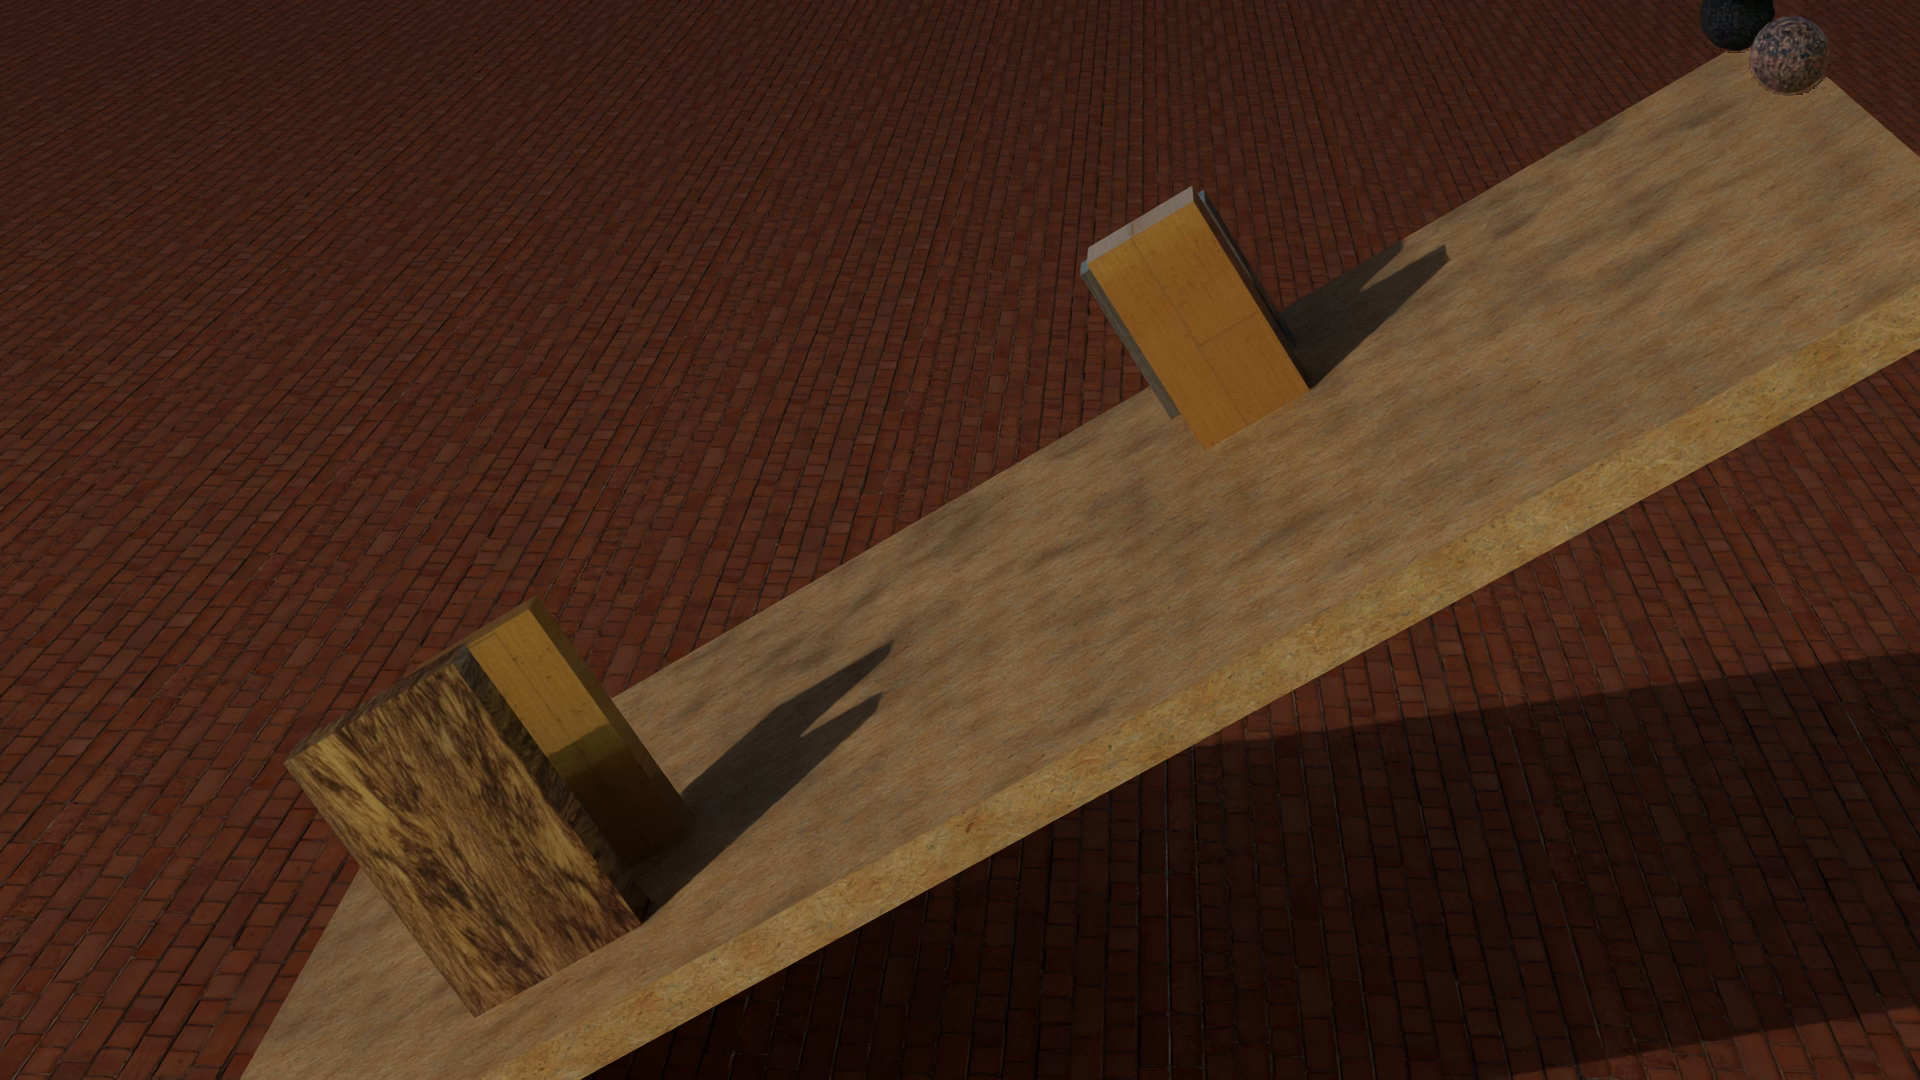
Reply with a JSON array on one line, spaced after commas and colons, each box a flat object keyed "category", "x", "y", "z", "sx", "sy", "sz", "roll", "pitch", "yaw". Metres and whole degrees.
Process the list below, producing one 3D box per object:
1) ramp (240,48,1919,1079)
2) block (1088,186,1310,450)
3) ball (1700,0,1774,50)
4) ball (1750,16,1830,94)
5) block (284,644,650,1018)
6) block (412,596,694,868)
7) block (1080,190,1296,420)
[{"category": "ramp", "x": 0.141, "y": 0.169, "z": 6.291, "sx": 4.000, "sy": 0.100, "sz": 2.000, "roll": -30, "pitch": 15, "yaw": 13}, {"category": "block", "x": 0.519, "y": -0.481, "z": 6.397, "sx": 0.264, "sy": 0.491, "sz": 0.146, "roll": -30, "pitch": 15, "yaw": 13}, {"category": "ball", "x": 1.601, "y": -1.083, "z": 6.059, "sx": 0.148, "sy": 0.148, "sz": 0.148, "roll": 0, "pitch": 20, "yaw": 0}, {"category": "ball", "x": 1.526, "y": -0.892, "z": 5.411, "sx": 0.142, "sy": 0.142, "sz": 0.142, "roll": 0, "pitch": 20, "yaw": 0}, {"category": "block", "x": -0.975, "y": 0.583, "z": 5.846, "sx": 0.412, "sy": 0.653, "sz": 0.105, "roll": -30, "pitch": 15, "yaw": 13}, {"category": "block", "x": -0.851, "y": 0.440, "z": 6.160, "sx": 0.308, "sy": 0.590, "sz": 0.083, "roll": -30, "pitch": 15, "yaw": 13}, {"category": "block", "x": 0.522, "y": -0.538, "z": 6.746, "sx": 0.329, "sy": 0.401, "sz": 0.114, "roll": -30, "pitch": 15, "yaw": 13}]
